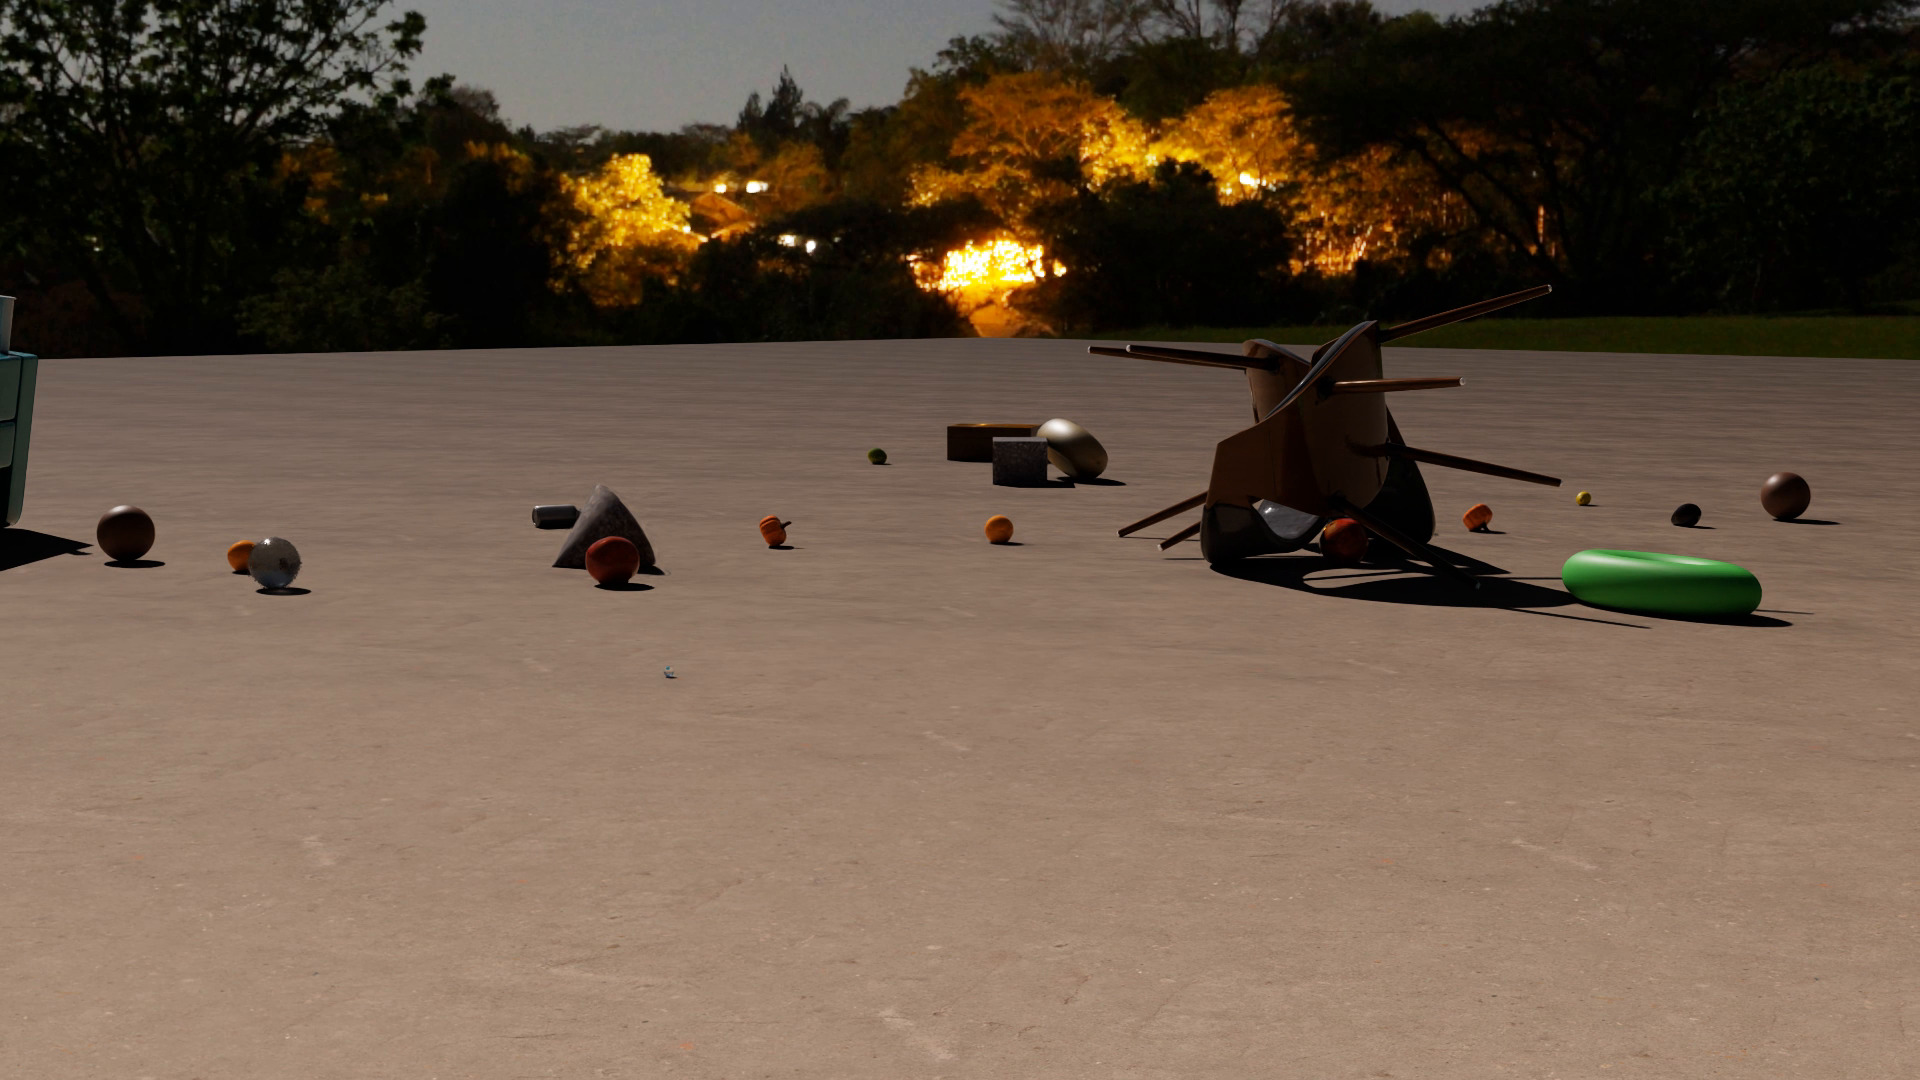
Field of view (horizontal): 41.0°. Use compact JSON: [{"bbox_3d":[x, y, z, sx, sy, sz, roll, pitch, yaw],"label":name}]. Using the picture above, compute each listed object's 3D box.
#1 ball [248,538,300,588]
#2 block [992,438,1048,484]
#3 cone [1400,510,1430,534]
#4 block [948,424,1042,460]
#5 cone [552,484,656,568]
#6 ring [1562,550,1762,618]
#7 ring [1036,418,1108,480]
[{"bbox_3d":[-1.446,0.049,5.415,0.107,0.107,0.107,0,6,0],"label":"ball"},{"bbox_3d":[0.191,-0.253,8.202,0.172,0.137,0.210,0,6,1],"label":"block"},{"bbox_3d":[1.155,-0.032,6.575,0.076,0.067,0.070,-25,33,33],"label":"cone"},{"bbox_3d":[0.126,-0.352,9.244,0.306,0.120,0.198,1,6,14],"label":"block"},{"bbox_3d":[-0.846,0.013,5.843,0.195,0.196,0.294,-32,34,-17],"label":"cone"},{"bbox_3d":[1.381,0.086,5.069,0.208,0.105,0.455,-3,7,-37],"label":"ring"},{"bbox_3d":[0.362,-0.295,8.329,0.114,0.207,0.380,-43,25,-8],"label":"ring"}]
